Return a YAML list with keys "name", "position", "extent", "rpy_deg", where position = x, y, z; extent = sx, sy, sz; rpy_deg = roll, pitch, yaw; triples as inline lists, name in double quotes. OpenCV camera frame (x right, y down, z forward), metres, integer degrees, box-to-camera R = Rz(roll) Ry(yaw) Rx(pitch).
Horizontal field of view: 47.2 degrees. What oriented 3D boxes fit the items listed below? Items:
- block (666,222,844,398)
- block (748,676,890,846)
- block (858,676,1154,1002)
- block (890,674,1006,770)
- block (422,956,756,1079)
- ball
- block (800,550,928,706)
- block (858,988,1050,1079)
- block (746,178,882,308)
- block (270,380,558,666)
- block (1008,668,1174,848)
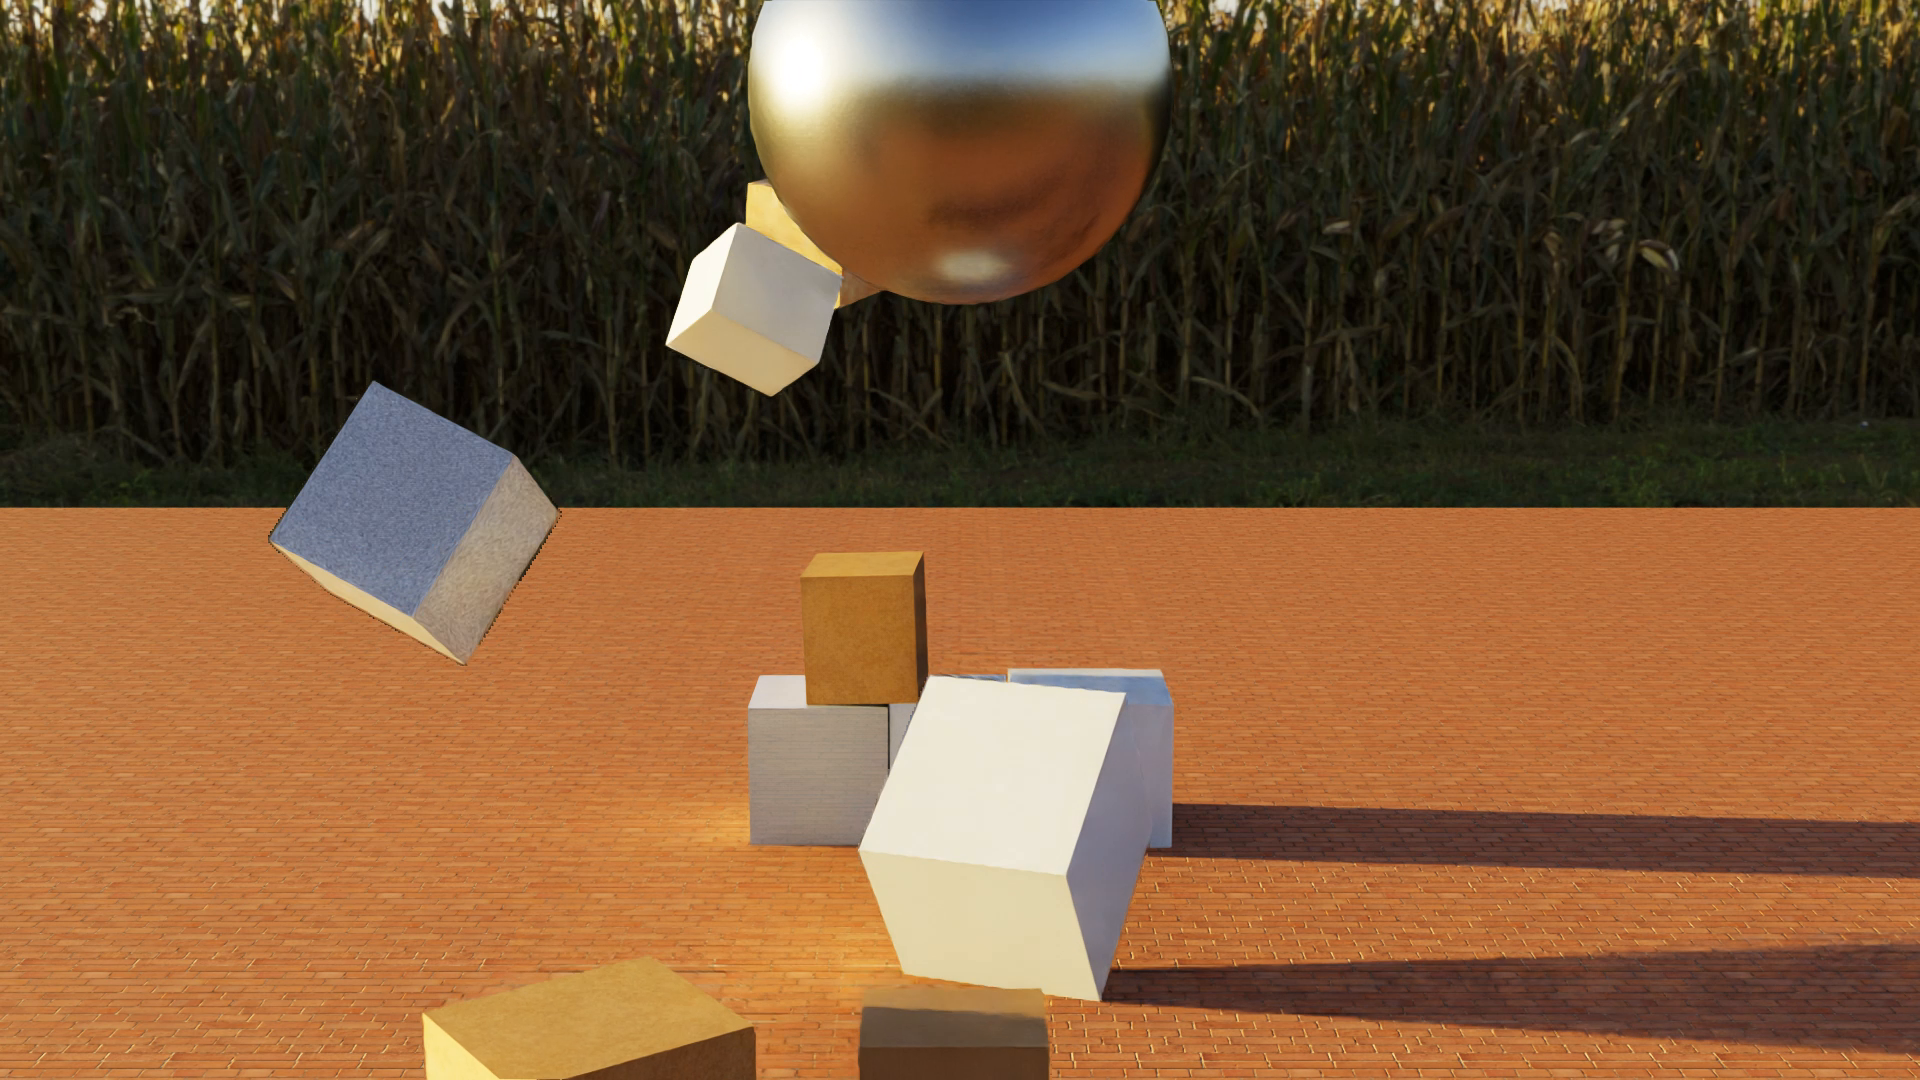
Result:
- name: "block"
  position: [-0.893, -0.996, 9.570]
  extent: [0.532, 0.449, 0.448]
  rpy_deg: [26, -28, -24]
- name: "block"
  position: [-0.710, 1.128, 11.368]
  extent: [0.699, 0.713, 0.683]
  rpy_deg: [0, 10, 0]
- name: "block"
  position: [0.225, 1.244, 9.257]
  extent: [0.872, 0.850, 0.952]
  rpy_deg: [4, 45, 20]
- name: "block"
  position: [-0.057, 1.122, 11.359]
  extent: [0.594, 0.728, 0.593]
  rpy_deg: [0, 10, 0]
- name: "block"
  position: [-1.190, 1.888, 7.120]
  extent: [0.813, 0.718, 0.742]
  rpy_deg: [-9, 13, -34]
- name: "ball"
  position: [0.000, -1.691, 8.278]
  extent: [1.600, 1.600, 1.600]
  rpy_deg: [0, 10, 0]
- name: "block"
  position: [-0.479, 0.443, 11.259]
  extent: [0.562, 0.654, 0.632]
  rpy_deg: [-1, 10, 4]
- name: "block"
  position: [-0.022, 1.900, 7.511]
  extent: [0.626, 0.575, 0.507]
  rpy_deg: [0, 10, -1]
- name: "block"
  position: [-0.676, -1.429, 10.410]
  extent: [0.502, 0.508, 0.544]
  rpy_deg: [12, 19, 18]
- name: "block"
  position: [-1.707, -0.044, 6.953]
  extent: [0.525, 0.582, 0.580]
  rpy_deg: [27, -14, 11]
- name: "block"
  position: [0.661, 1.116, 11.364]
  extent: [0.806, 0.738, 0.763]
  rpy_deg: [0, 10, 0]
